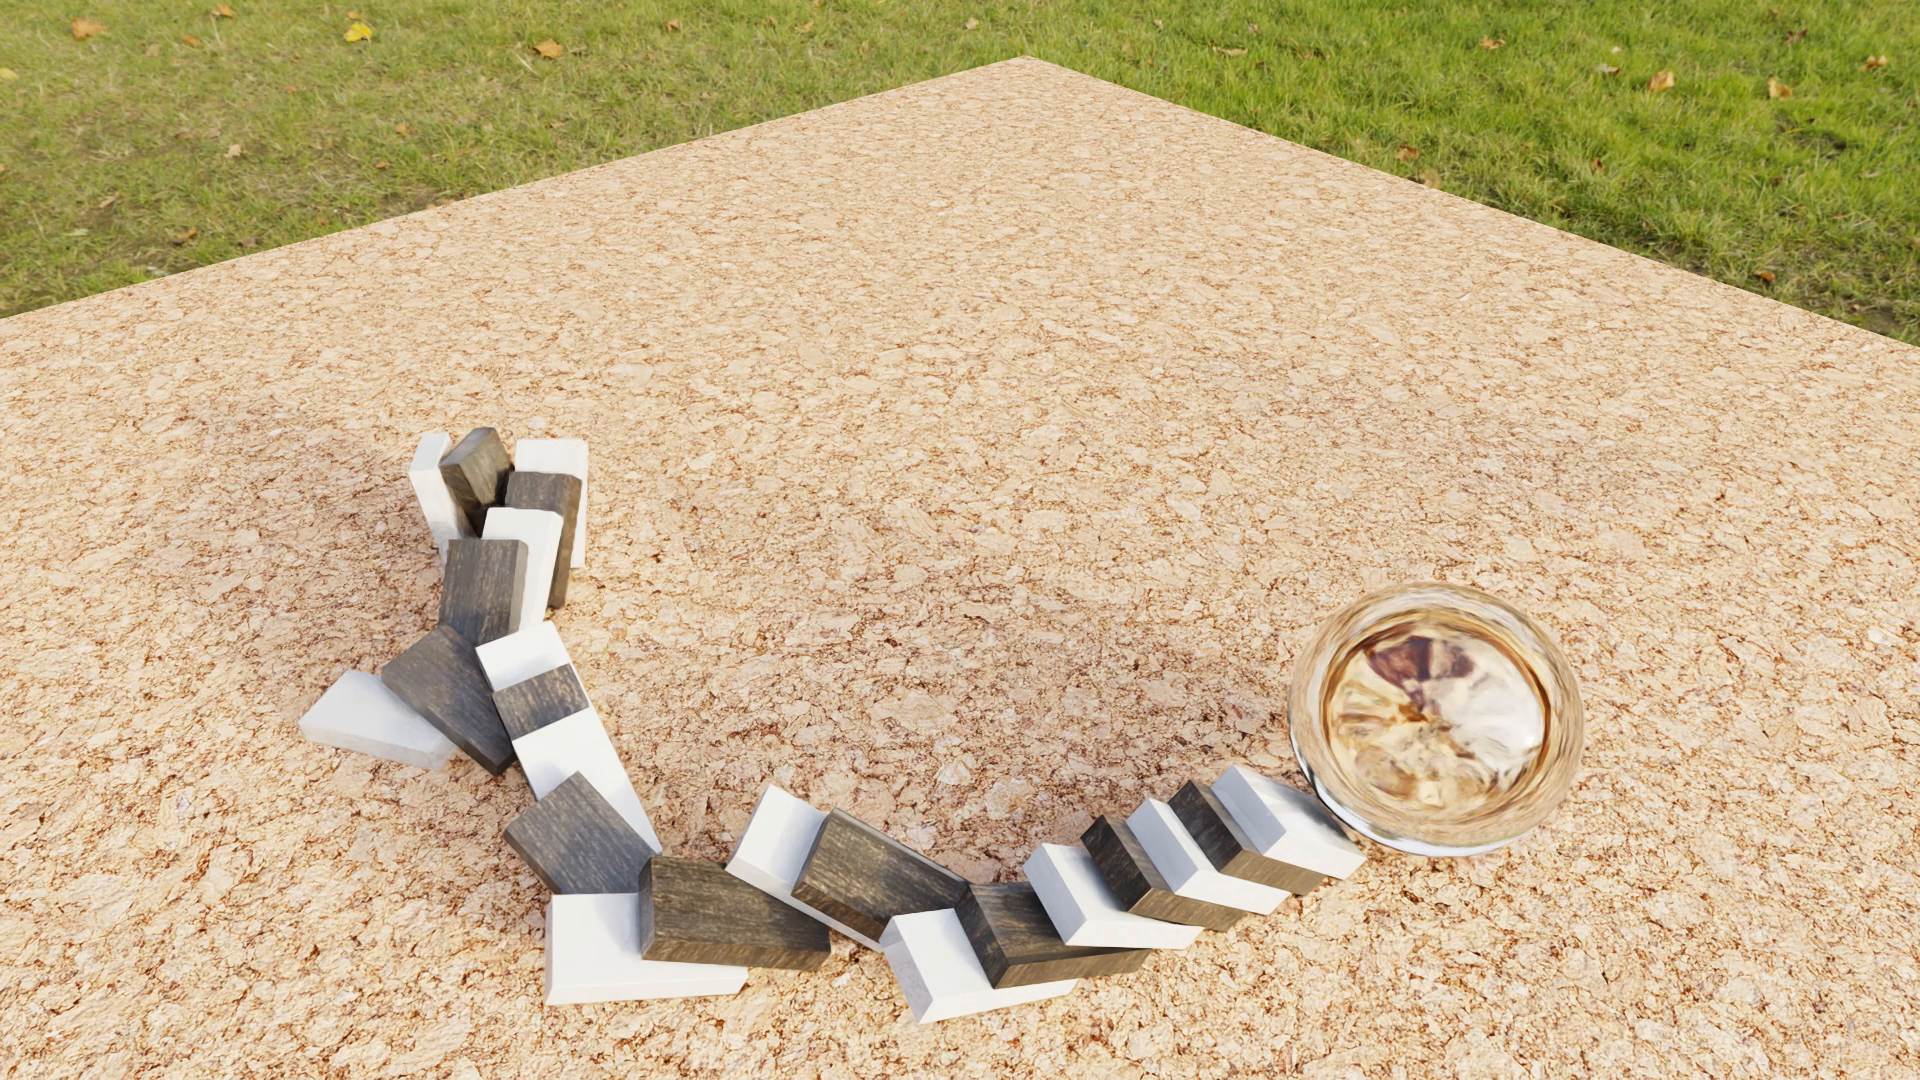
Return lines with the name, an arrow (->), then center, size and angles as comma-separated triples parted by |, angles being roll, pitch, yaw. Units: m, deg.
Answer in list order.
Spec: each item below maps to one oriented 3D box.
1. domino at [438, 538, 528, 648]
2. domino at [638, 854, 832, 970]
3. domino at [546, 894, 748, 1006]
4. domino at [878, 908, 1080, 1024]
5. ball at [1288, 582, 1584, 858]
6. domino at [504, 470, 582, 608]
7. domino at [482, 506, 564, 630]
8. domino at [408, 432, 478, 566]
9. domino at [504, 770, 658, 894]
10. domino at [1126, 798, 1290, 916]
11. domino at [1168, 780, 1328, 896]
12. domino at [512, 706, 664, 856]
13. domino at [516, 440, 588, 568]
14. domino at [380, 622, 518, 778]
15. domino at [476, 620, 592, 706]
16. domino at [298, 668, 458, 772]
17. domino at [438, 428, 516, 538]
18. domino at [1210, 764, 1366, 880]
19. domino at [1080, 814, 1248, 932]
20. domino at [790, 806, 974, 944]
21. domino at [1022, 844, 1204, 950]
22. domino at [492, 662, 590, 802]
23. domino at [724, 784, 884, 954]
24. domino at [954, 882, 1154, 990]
domino -> -0.171, 0.025, 0.392 | 0.025, 0.010, 0.050 | 0, 74, 0
domino -> -0.061, 0.102, 0.299 | 0.050, 0.010, 0.025 | 17, 33, -30
domino -> -0.084, 0.108, 0.294 | 0.050, 0.010, 0.025 | 8, 41, -27
domino -> 0.006, 0.110, 0.292 | 0.050, 0.009, 0.025 | 7, 32, -36
ball -> 0.138, 0.052, 0.324 | 0.080, 0.080, 0.080 | 0, 39, 0
domino -> -0.162, 0.000, 0.420 | 0.025, 0.010, 0.050 | 4, 80, 5
domino -> -0.165, 0.014, 0.406 | 0.025, 0.010, 0.050 | 4, 74, 5
domino -> -0.199, -0.014, 0.428 | 0.009, 0.050, 0.025 | -6, 40, -7
domino -> -0.102, 0.093, 0.313 | 0.050, 0.009, 0.025 | 44, 51, 6
domino -> 0.070, 0.089, 0.309 | 0.050, 0.009, 0.025 | 27, 19, -42
domino -> 0.083, 0.086, 0.314 | 0.050, 0.010, 0.025 | 27, 19, -42
domino -> -0.112, 0.078, 0.331 | 0.025, 0.010, 0.050 | -24, 72, -27
domino -> -0.162, -0.014, 0.434 | 0.025, 0.050, 0.010 | 0, -4, 0
domino -> -0.162, 0.052, 0.364 | 0.050, 0.010, 0.025 | 38, 48, 5
domino -> -0.136, 0.053, 0.360 | 0.025, 0.010, 0.050 | -22, 71, -30
domino -> -0.191, 0.060, 0.370 | 0.050, 0.009, 0.025 | 10, 40, 12
domino -> -0.182, -0.016, 0.430 | 0.009, 0.050, 0.025 | -1, 38, 16
domino -> 0.096, 0.082, 0.318 | 0.050, 0.010, 0.025 | 27, 19, -42
domino -> 0.057, 0.093, 0.305 | 0.050, 0.010, 0.025 | 27, 19, -42
domino -> -0.019, 0.098, 0.306 | 0.050, 0.010, 0.025 | 31, 41, -7
domino -> 0.043, 0.098, 0.302 | 0.050, 0.010, 0.025 | 19, 24, -39
domino -> -0.125, 0.066, 0.345 | 0.025, 0.010, 0.050 | -23, 71, -28
domino -> -0.038, 0.093, 0.312 | 0.050, 0.009, 0.025 | 31, 40, -8
domino -> 0.026, 0.105, 0.298 | 0.050, 0.010, 0.025 | 9, 31, -35
